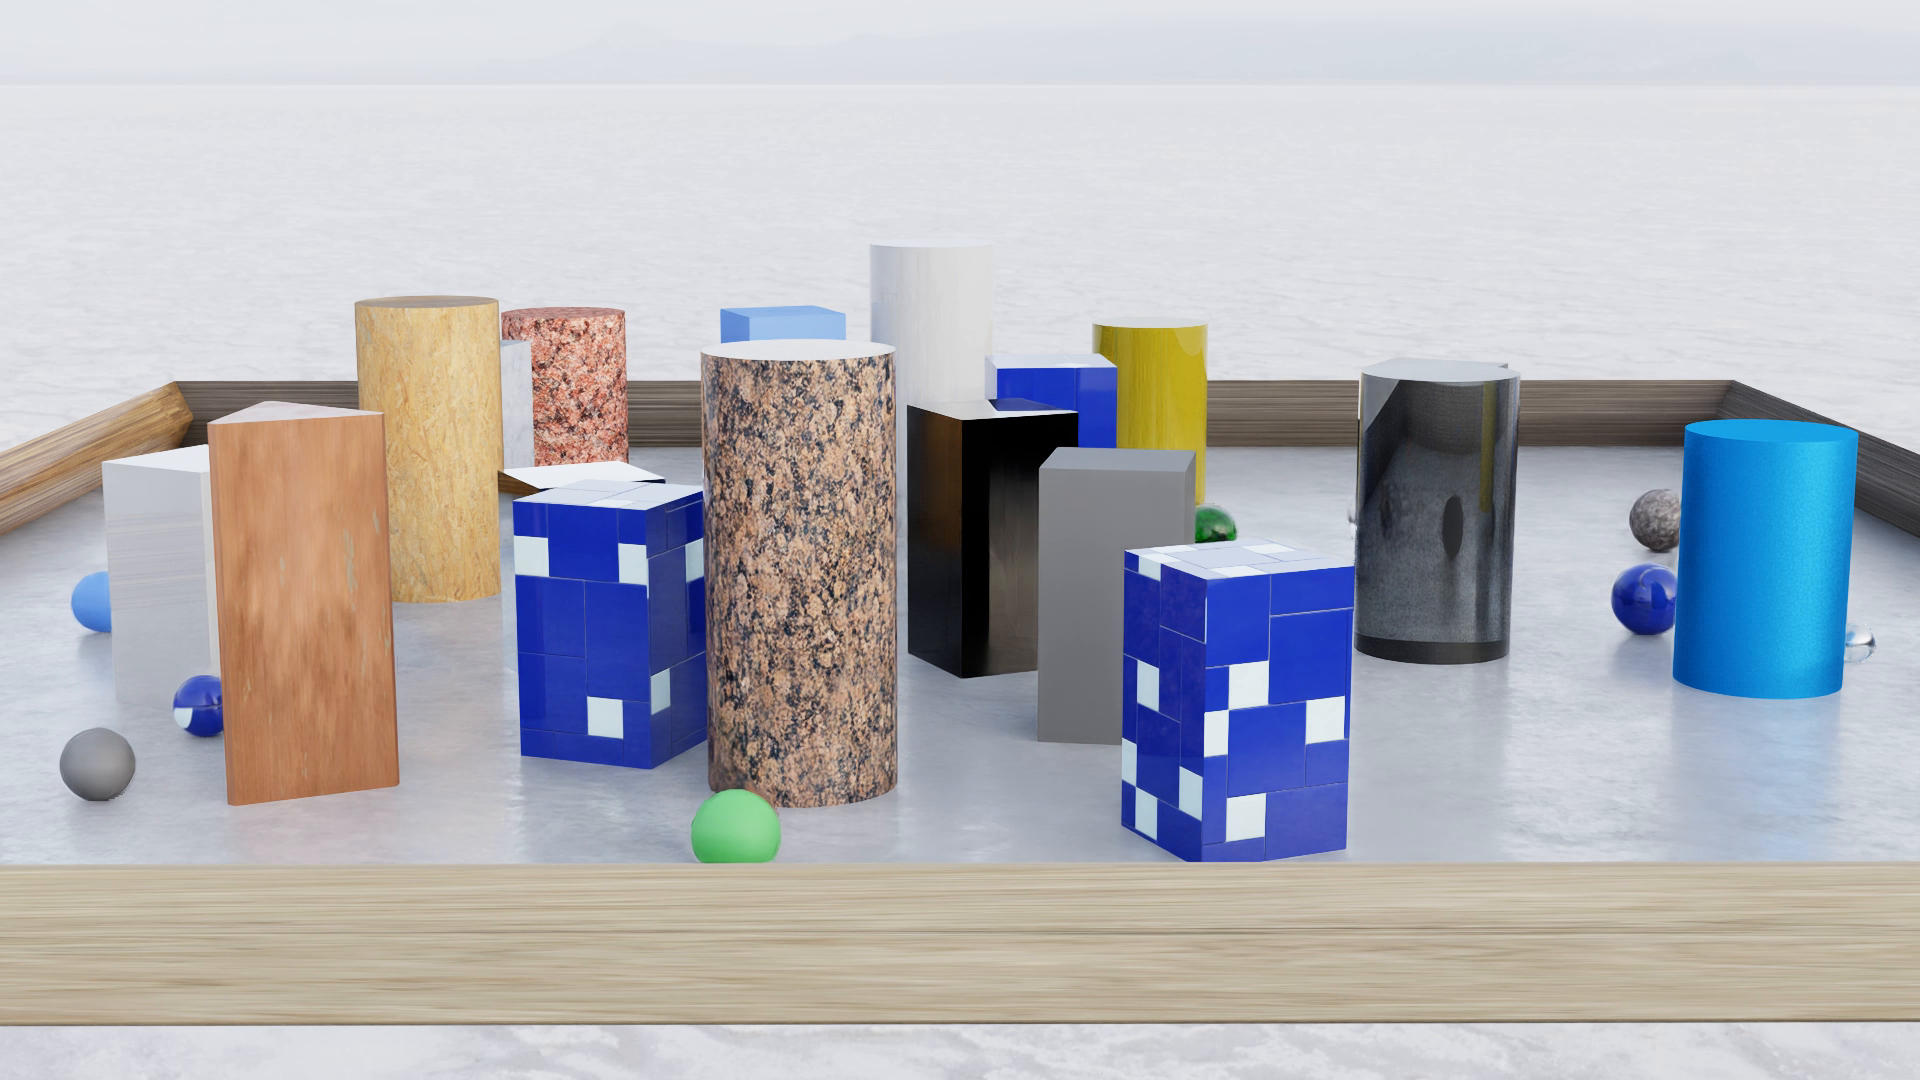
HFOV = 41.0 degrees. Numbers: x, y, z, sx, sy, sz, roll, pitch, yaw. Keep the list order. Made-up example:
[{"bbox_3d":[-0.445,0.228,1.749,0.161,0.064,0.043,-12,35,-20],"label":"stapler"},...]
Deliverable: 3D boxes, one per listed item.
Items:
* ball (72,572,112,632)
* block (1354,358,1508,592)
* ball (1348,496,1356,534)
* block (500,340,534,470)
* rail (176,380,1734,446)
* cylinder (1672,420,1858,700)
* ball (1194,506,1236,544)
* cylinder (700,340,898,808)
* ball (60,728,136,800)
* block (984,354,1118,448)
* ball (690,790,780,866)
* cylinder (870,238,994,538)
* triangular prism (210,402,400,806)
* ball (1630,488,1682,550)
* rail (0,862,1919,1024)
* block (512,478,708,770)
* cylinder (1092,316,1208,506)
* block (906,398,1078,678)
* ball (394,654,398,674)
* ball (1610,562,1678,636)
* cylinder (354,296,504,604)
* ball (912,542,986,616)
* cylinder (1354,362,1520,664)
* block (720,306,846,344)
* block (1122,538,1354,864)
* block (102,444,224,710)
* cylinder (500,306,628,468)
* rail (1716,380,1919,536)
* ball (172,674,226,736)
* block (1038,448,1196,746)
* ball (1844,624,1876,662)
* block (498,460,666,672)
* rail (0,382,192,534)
[{"bbox_3d":[-1.112,0.080,3.329,0.079,0.079,0.079,0,11,0],"label":"ball"},{"bbox_3d":[0.635,-0.071,3.459,0.156,0.329,0.156,5,12,27],"label":"block"},{"bbox_3d":[0.638,-0.035,3.904,0.096,0.096,0.096,0,11,0],"label":"ball"},{"bbox_3d":[-0.738,-0.131,3.810,0.156,0.319,0.156,3,11,16],"label":"block"},{"bbox_3d":[-0.009,-0.240,4.916,2.997,0.127,0.045,0,11,0],"label":"rail"},{"bbox_3d":[0.955,0.019,3.049,0.195,0.301,0.195,0,11,0],"label":"cylinder"},{"bbox_3d":[0.364,-0.007,3.779,0.087,0.087,0.087,0,11,0],"label":"ball"},{"bbox_3d":[-0.161,0.029,2.600,0.195,0.446,0.195,0,11,0],"label":"cylinder"},{"bbox_3d":[-0.864,0.224,2.569,0.073,0.073,0.073,0,11,0],"label":"ball"},{"bbox_3d":[0.118,-0.068,3.409,0.156,0.341,0.156,-1,11,-5],"label":"block"},{"bbox_3d":[-0.203,0.266,2.322,0.081,0.081,0.081,0,11,0],"label":"ball"},{"bbox_3d":[-0.044,-0.240,4.033,0.195,0.452,0.195,0,11,0],"label":"cylinder"},{"bbox_3d":[-0.682,0.057,2.620,0.169,0.383,0.146,-5,12,-26],"label":"triangular prism"},{"bbox_3d":[1.062,-0.030,3.885,0.094,0.094,0.094,0,11,0],"label":"ball"},{"bbox_3d":[0.009,0.305,1.982,2.997,0.127,0.045,0,11,0],"label":"rail"},{"bbox_3d":[-0.368,0.086,2.757,0.156,0.276,0.156,4,11,21],"label":"block"},{"bbox_3d":[0.318,-0.216,4.317,0.195,0.301,0.195,0,11,0],"label":"cylinder"},{"bbox_3d":[0.039,-0.006,3.152,0.156,0.313,0.156,-5,12,-25],"label":"block"},{"bbox_3d":[-0.692,0.148,3.046,0.049,0.049,0.049,0,11,0],"label":"ball"},{"bbox_3d":[0.888,0.076,3.310,0.095,0.095,0.095,0,11,0],"label":"ball"},{"bbox_3d":[-0.734,-0.130,3.571,0.195,0.404,0.195,0,11,0],"label":"cylinder"},{"bbox_3d":[-0.015,0.052,3.432,0.097,0.097,0.097,0,11,0],"label":"ball"},{"bbox_3d":[0.596,-0.036,3.214,0.195,0.350,0.195,0,11,0],"label":"cylinder"},{"bbox_3d":[-0.278,-0.189,4.050,0.156,0.345,0.156,-4,11,-21],"label":"block"},{"bbox_3d":[0.260,0.150,2.425,0.156,0.271,0.156,-5,12,-24],"label":"block"},{"bbox_3d":[-0.871,0.044,2.975,0.156,0.280,0.156,6,12,29],"label":"block"},{"bbox_3d":[-0.628,-0.194,4.093,0.195,0.339,0.195,0,11,0],"label":"cylinder"},{"bbox_3d":[1.475,0.031,3.457,0.045,0.127,3.031,0,11,0],"label":"rail"},{"bbox_3d":[-0.828,0.181,2.814,0.068,0.068,0.068,0,11,0],"label":"ball"},{"bbox_3d":[0.174,0.060,2.829,0.156,0.301,0.156,2,11,9],"label":"block"},{"bbox_3d":[1.102,0.127,3.162,0.048,0.048,0.048,0,11,0],"label":"ball"},{"bbox_3d":[-0.455,0.040,3.099,0.156,0.242,0.156,-6,12,-27],"label":"block"},{"bbox_3d":[-1.475,0.034,3.441,0.045,0.127,3.031,0,11,0],"label":"rail"}]
